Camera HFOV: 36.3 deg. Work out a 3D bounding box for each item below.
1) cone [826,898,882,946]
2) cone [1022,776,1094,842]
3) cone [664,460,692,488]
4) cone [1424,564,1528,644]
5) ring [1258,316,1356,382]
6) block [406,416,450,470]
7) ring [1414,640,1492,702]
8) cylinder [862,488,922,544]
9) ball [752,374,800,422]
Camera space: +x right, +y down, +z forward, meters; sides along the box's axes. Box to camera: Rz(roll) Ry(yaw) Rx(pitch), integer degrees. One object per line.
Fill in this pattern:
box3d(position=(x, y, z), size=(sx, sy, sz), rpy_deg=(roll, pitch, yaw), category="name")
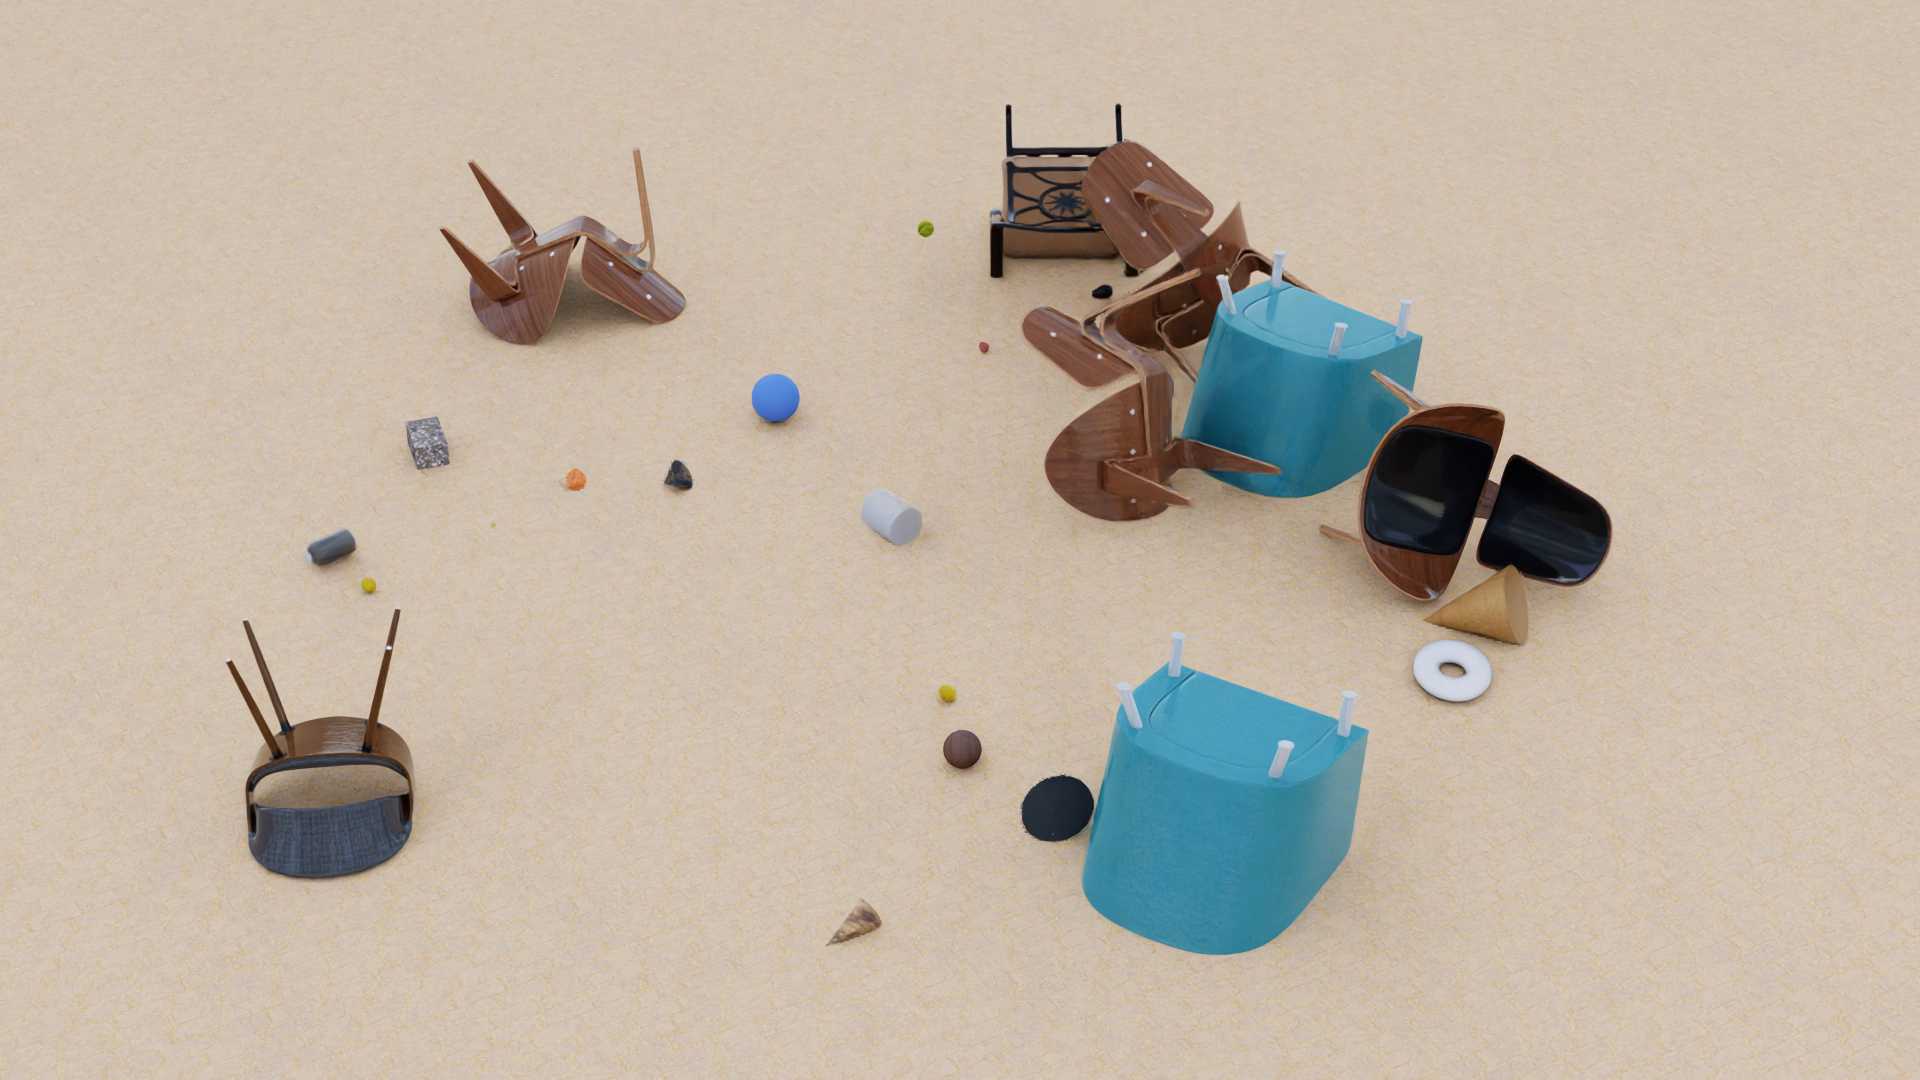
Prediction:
box3d(position=(-0.347, 1.205, 9.072), size=(0.181, 0.098, 0.112), rpy_deg=(-36, 28, -20), category="cone")
box3d(position=(0.307, 0.850, 9.565), size=(0.242, 0.211, 0.231), rpy_deg=(-30, 9, 1), category="cone")
box3d(position=(-1.102, -0.234, 11.251), size=(0.094, 0.128, 0.109), rpy_deg=(-27, 47, 22), category="cone")
box3d(position=(1.813, 0.256, 10.439), size=(0.348, 0.276, 0.320), rpy_deg=(-11, 21, 24), category="cone")
box3d(position=(1.423, -0.783, 12.005), size=(0.399, 0.142, 0.413), rpy_deg=(16, 36, 20), category="ring")
box3d(position=(-2.075, -0.378, 11.428), size=(0.127, 0.099, 0.209), rpy_deg=(-11, 35, -16), category="block")
box3d(position=(1.714, 0.453, 10.205), size=(0.272, 0.059, 0.347), rpy_deg=(3, 33, 4), category="ring")
box3d(position=(-0.254, -0.089, 10.942), size=(0.155, 0.150, 0.175), rpy_deg=(-3, 27, -43), category="cylinder")
box3d(position=(-0.731, -0.564, 11.626), size=(0.192, 0.192, 0.192), rpy_deg=(0, 33, 0), category="ball")
